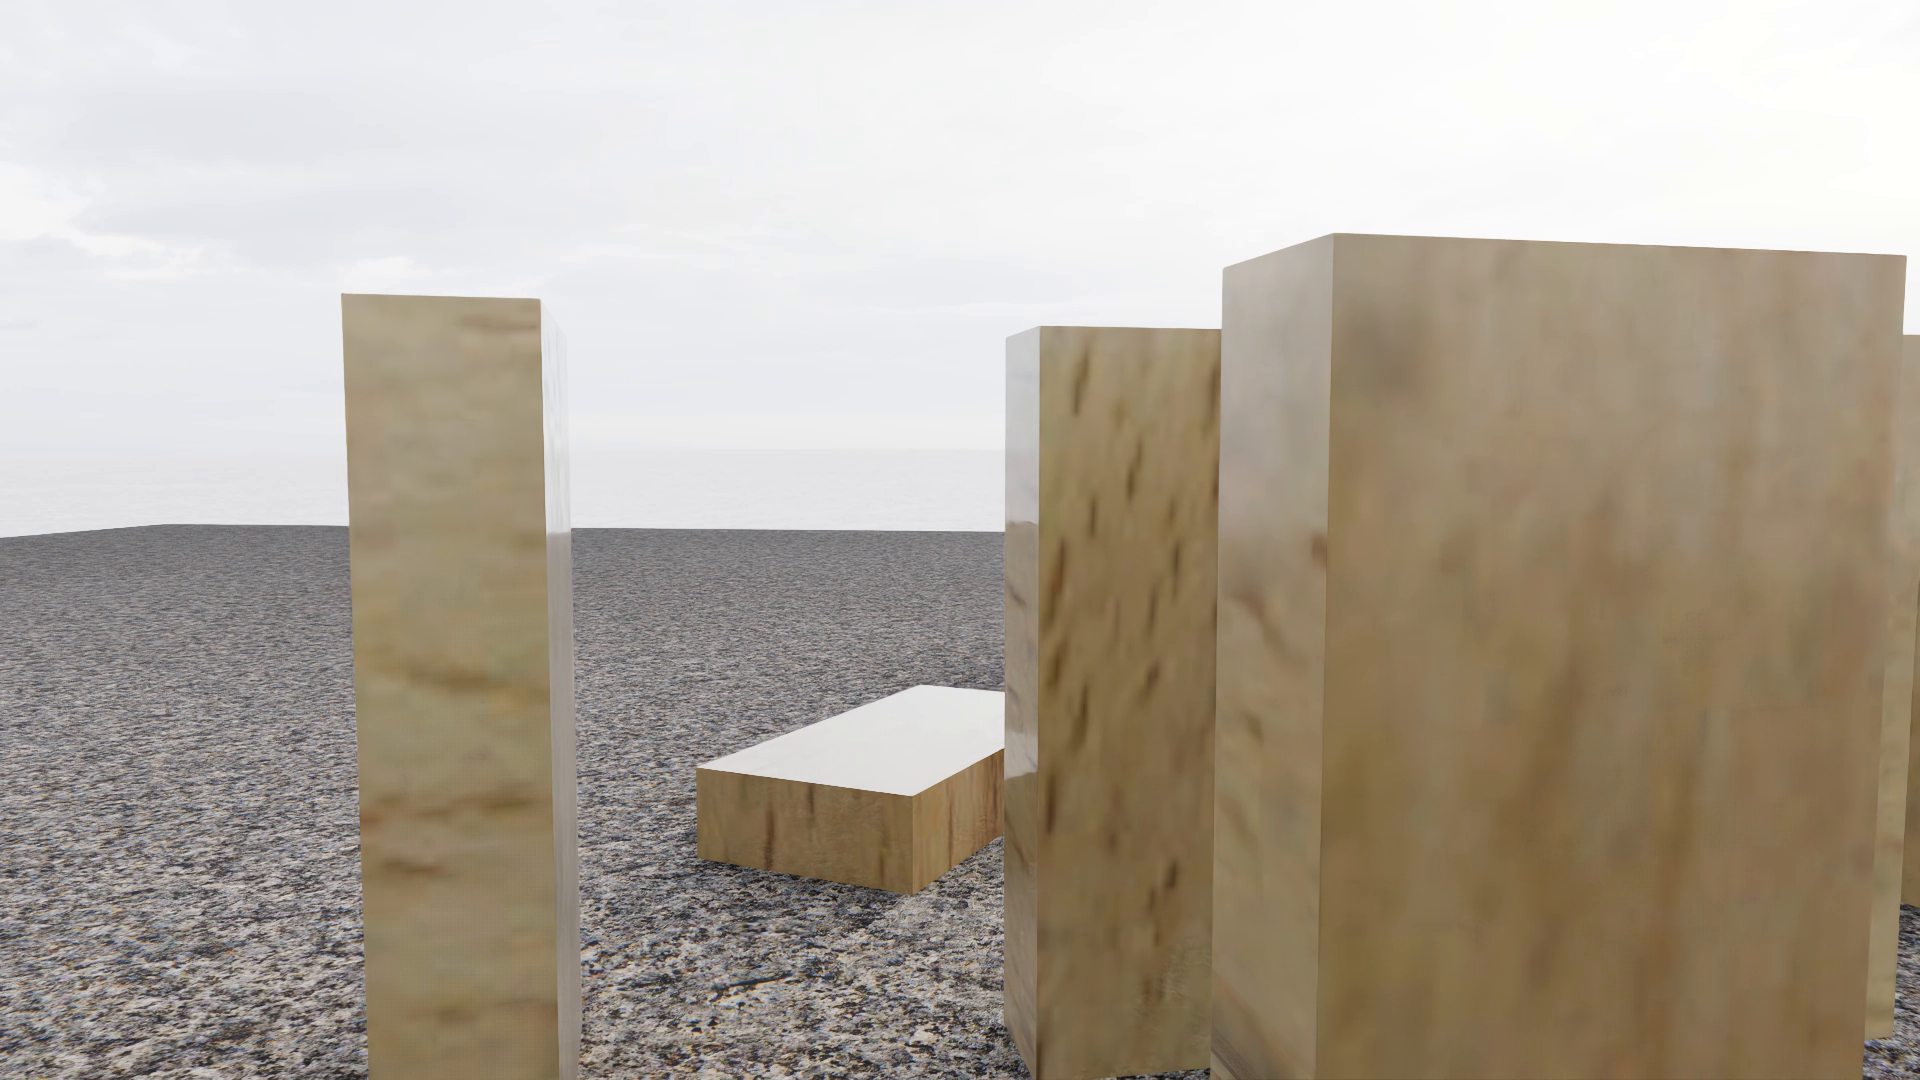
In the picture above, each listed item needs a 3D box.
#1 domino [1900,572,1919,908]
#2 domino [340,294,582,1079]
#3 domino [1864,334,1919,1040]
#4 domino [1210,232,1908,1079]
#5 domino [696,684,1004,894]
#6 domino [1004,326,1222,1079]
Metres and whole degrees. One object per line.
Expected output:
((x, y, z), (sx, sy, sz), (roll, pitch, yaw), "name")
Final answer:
((0.095, 0.009, 0.111), (0.010, 0.050, 0.025), (-1, 5, -19), "domino")
((-0.029, 0.012, 0.079), (0.009, 0.050, 0.025), (-1, 4, -14), "domino")
((0.059, 0.010, 0.101), (0.009, 0.050, 0.025), (-1, 4, -14), "domino")
((0.024, 0.013, 0.055), (0.025, 0.050, 0.009), (-1, 4, -13), "domino")
((-0.005, 0.027, 0.149), (0.025, 0.009, 0.050), (2, 5, 26), "domino")
((0.016, 0.011, 0.090), (0.025, 0.050, 0.009), (-1, 4, -11), "domino")
